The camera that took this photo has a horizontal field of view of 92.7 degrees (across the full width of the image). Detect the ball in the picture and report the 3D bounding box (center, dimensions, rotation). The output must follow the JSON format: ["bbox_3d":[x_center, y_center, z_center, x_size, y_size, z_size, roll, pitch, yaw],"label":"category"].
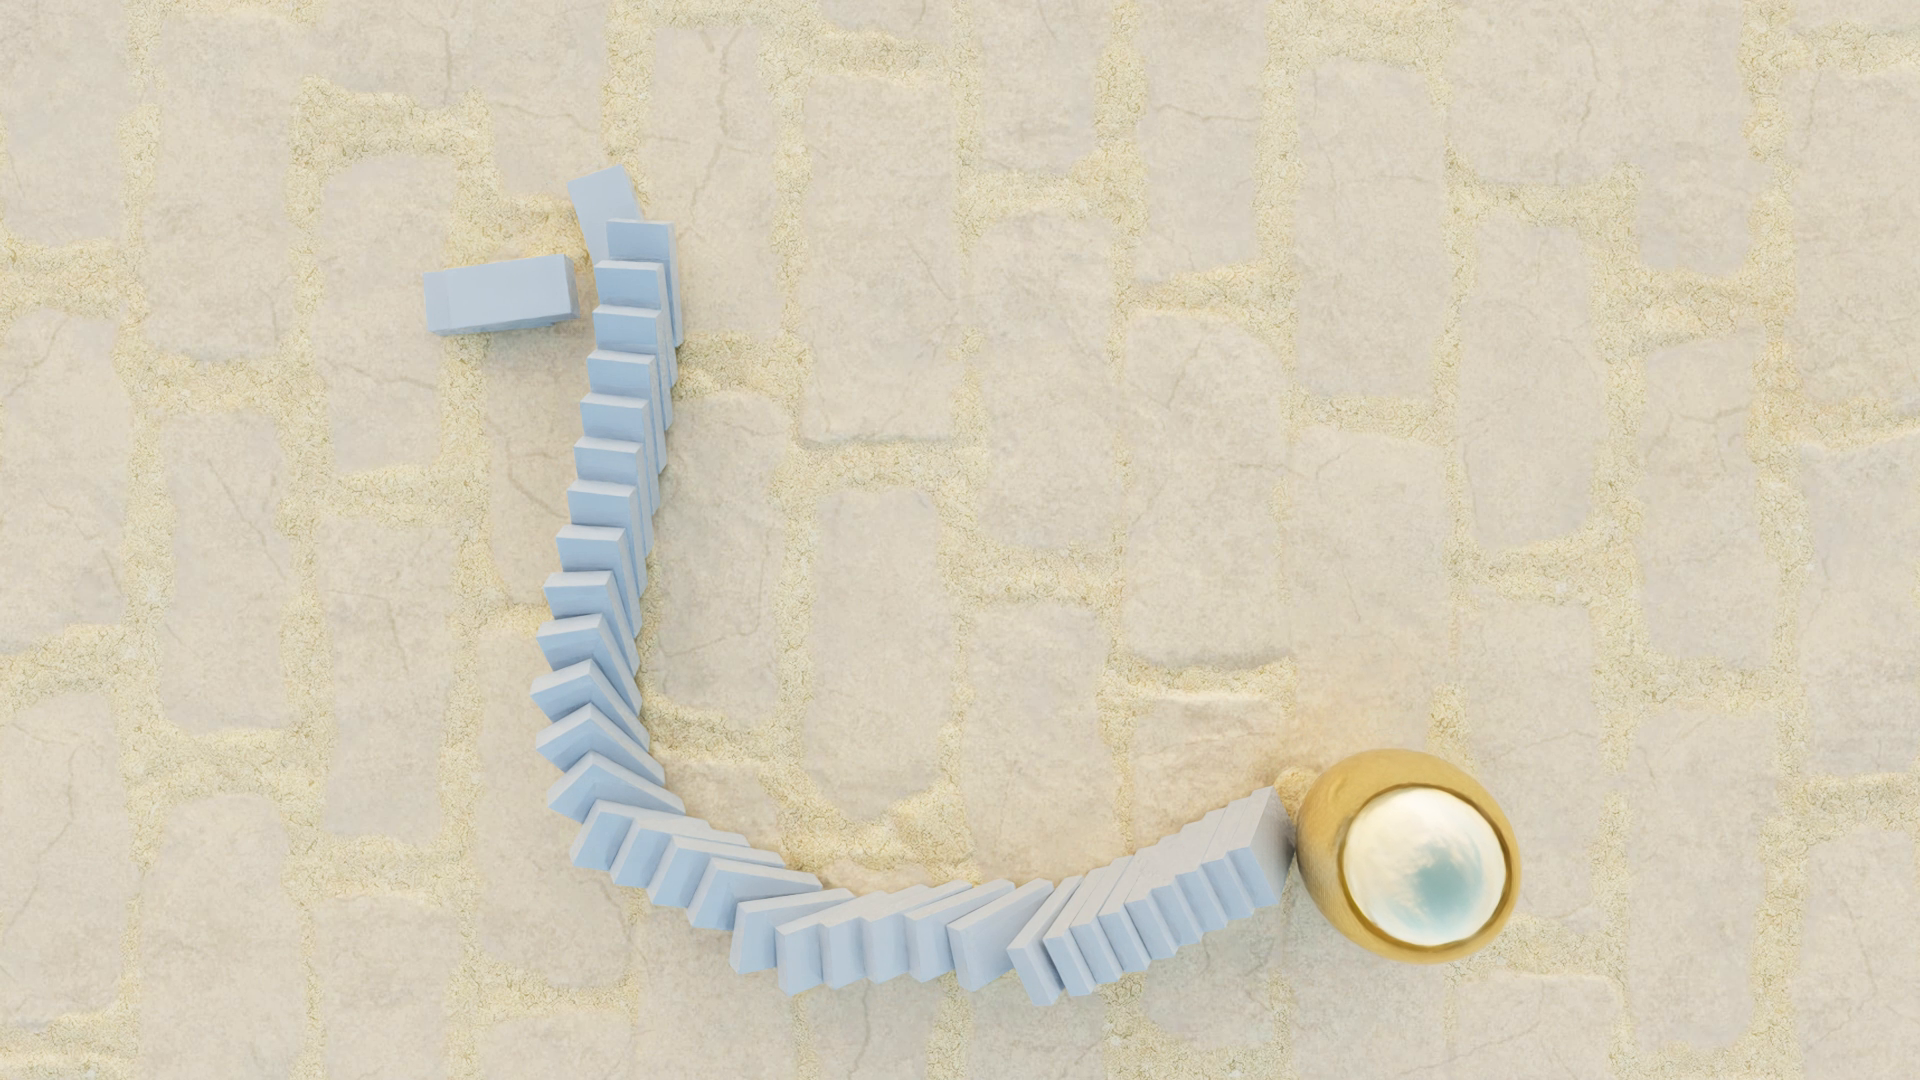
[{"bbox_3d":[0.174,0.123,0.360,0.080,0.080,0.080,0,90,0],"label":"ball"}]

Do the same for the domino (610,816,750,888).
[{"bbox_3d":[-0.116,0.133,0.381,0.050,0.010,0.025,24,92,-35],"label":"domino"}]

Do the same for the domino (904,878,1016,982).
[{"bbox_3d":[0.001,0.162,0.382,0.050,0.009,0.025,-6,90,-34],"label":"domino"}]

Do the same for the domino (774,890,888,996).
[{"bbox_3d":[-0.051,0.167,0.381,0.050,0.010,0.025,-6,93,-35],"label":"domino"}]

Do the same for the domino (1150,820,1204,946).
[{"bbox_3d":[0.095,0.140,0.376,0.010,0.050,0.025,-27,90,32],"label":"domino"}]

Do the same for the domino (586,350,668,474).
[{"bbox_3d":[-0.138,-0.053,0.382,0.025,0.009,0.050,6,123,0],"label":"domino"}]

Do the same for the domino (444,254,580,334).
[{"bbox_3d":[-0.188,-0.103,0.386,0.050,0.010,0.025,-8,90,0],"label":"domino"}]

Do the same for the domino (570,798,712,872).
[{"bbox_3d":[-0.132,0.126,0.381,0.050,0.010,0.025,26,93,-35],"label":"domino"}]

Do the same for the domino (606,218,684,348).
[{"bbox_3d":[-0.132,-0.108,0.385,0.025,0.010,0.050,3,116,0],"label":"domino"}]

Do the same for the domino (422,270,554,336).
[{"bbox_3d":[-0.203,-0.104,0.395,0.050,0.009,0.025,-5,90,0],"label":"domino"}]

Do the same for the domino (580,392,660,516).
[{"bbox_3d":[-0.141,-0.035,0.383,0.025,0.010,0.050,6,123,0],"label":"domino"}]

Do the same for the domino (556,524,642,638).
[{"bbox_3d":[-0.150,0.018,0.382,0.025,0.009,0.050,4,123,0],"label":"domino"}]

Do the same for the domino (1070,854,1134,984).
[{"bbox_3d":[0.064,0.155,0.377,0.009,0.050,0.025,-26,90,33],"label":"domino"}]

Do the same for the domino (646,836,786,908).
[{"bbox_3d":[-0.101,0.140,0.382,0.050,0.009,0.025,24,91,-35],"label":"domino"}]

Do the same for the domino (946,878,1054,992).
[{"bbox_3d":[0.020,0.163,0.382,0.050,0.010,0.025,-12,91,-35],"label":"domino"}]

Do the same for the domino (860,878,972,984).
[{"bbox_3d":[-0.017,0.162,0.382,0.050,0.009,0.025,-6,90,-35],"label":"domino"}]

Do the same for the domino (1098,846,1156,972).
[{"bbox_3d":[0.075,0.150,0.376,0.010,0.050,0.025,-26,90,33],"label":"domino"}]

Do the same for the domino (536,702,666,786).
[{"bbox_3d":[-0.148,0.091,0.381,0.025,0.010,0.050,-30,128,0],"label":"domino"}]

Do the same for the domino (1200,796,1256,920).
[{"bbox_3d":[0.115,0.130,0.376,0.010,0.050,0.025,-27,90,32],"label":"domino"}]

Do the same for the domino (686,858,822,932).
[{"bbox_3d":[-0.085,0.150,0.382,0.050,0.009,0.025,25,90,-34],"label":"domino"}]

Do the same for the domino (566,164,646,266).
[{"bbox_3d":[-0.148,-0.133,0.395,0.025,0.009,0.050,-19,90,0],"label":"domino"}]

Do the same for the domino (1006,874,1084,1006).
[{"bbox_3d":[0.041,0.164,0.378,0.010,0.050,0.025,-26,90,39],"label":"domino"}]

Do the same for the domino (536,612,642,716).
[{"bbox_3d":[-0.154,0.054,0.382,0.025,0.009,0.050,-9,125,0],"label":"domino"}]

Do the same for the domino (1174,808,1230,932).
[{"bbox_3d":[0.105,0.134,0.376,0.010,0.050,0.025,-27,90,32],"label":"domino"}]

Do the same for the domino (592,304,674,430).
[{"bbox_3d":[-0.136,-0.071,0.382,0.025,0.010,0.050,5,123,-1],"label":"domino"}]

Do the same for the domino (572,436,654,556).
[{"bbox_3d":[-0.144,-0.018,0.383,0.025,0.009,0.050,6,122,0],"label":"domino"}]

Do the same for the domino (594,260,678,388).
[{"bbox_3d":[-0.134,-0.089,0.382,0.025,0.009,0.050,3,123,0],"label":"domino"}]

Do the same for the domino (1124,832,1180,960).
[{"bbox_3d":[0.085,0.145,0.376,0.010,0.050,0.025,-27,90,32],"label":"domino"}]

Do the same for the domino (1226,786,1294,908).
[{"bbox_3d":[0.125,0.125,0.376,0.010,0.050,0.025,-27,90,32],"label":"domino"}]

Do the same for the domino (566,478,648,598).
[{"bbox_3d":[-0.147,0.000,0.383,0.025,0.010,0.050,6,122,0],"label":"domino"}]

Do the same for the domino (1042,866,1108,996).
[{"bbox_3d":[0.054,0.160,0.377,0.010,0.050,0.025,-26,90,34],"label":"domino"}]

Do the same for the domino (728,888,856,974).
[{"bbox_3d":[-0.069,0.162,0.381,0.050,0.010,0.025,7,92,-36],"label":"domino"}]

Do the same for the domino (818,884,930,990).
[{"bbox_3d":[-0.033,0.164,0.382,0.050,0.010,0.025,-6,91,-35],"label":"domino"}]

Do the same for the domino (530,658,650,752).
[{"bbox_3d":[-0.153,0.073,0.381,0.025,0.010,0.050,-20,127,0],"label":"domino"}]

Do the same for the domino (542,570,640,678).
[{"bbox_3d":[-0.153,0.036,0.382,0.025,0.010,0.050,-2,125,0],"label":"domino"}]

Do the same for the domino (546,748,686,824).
[{"bbox_3d":[-0.142,0.109,0.381,0.025,0.009,0.050,-44,127,0],"label":"domino"}]
